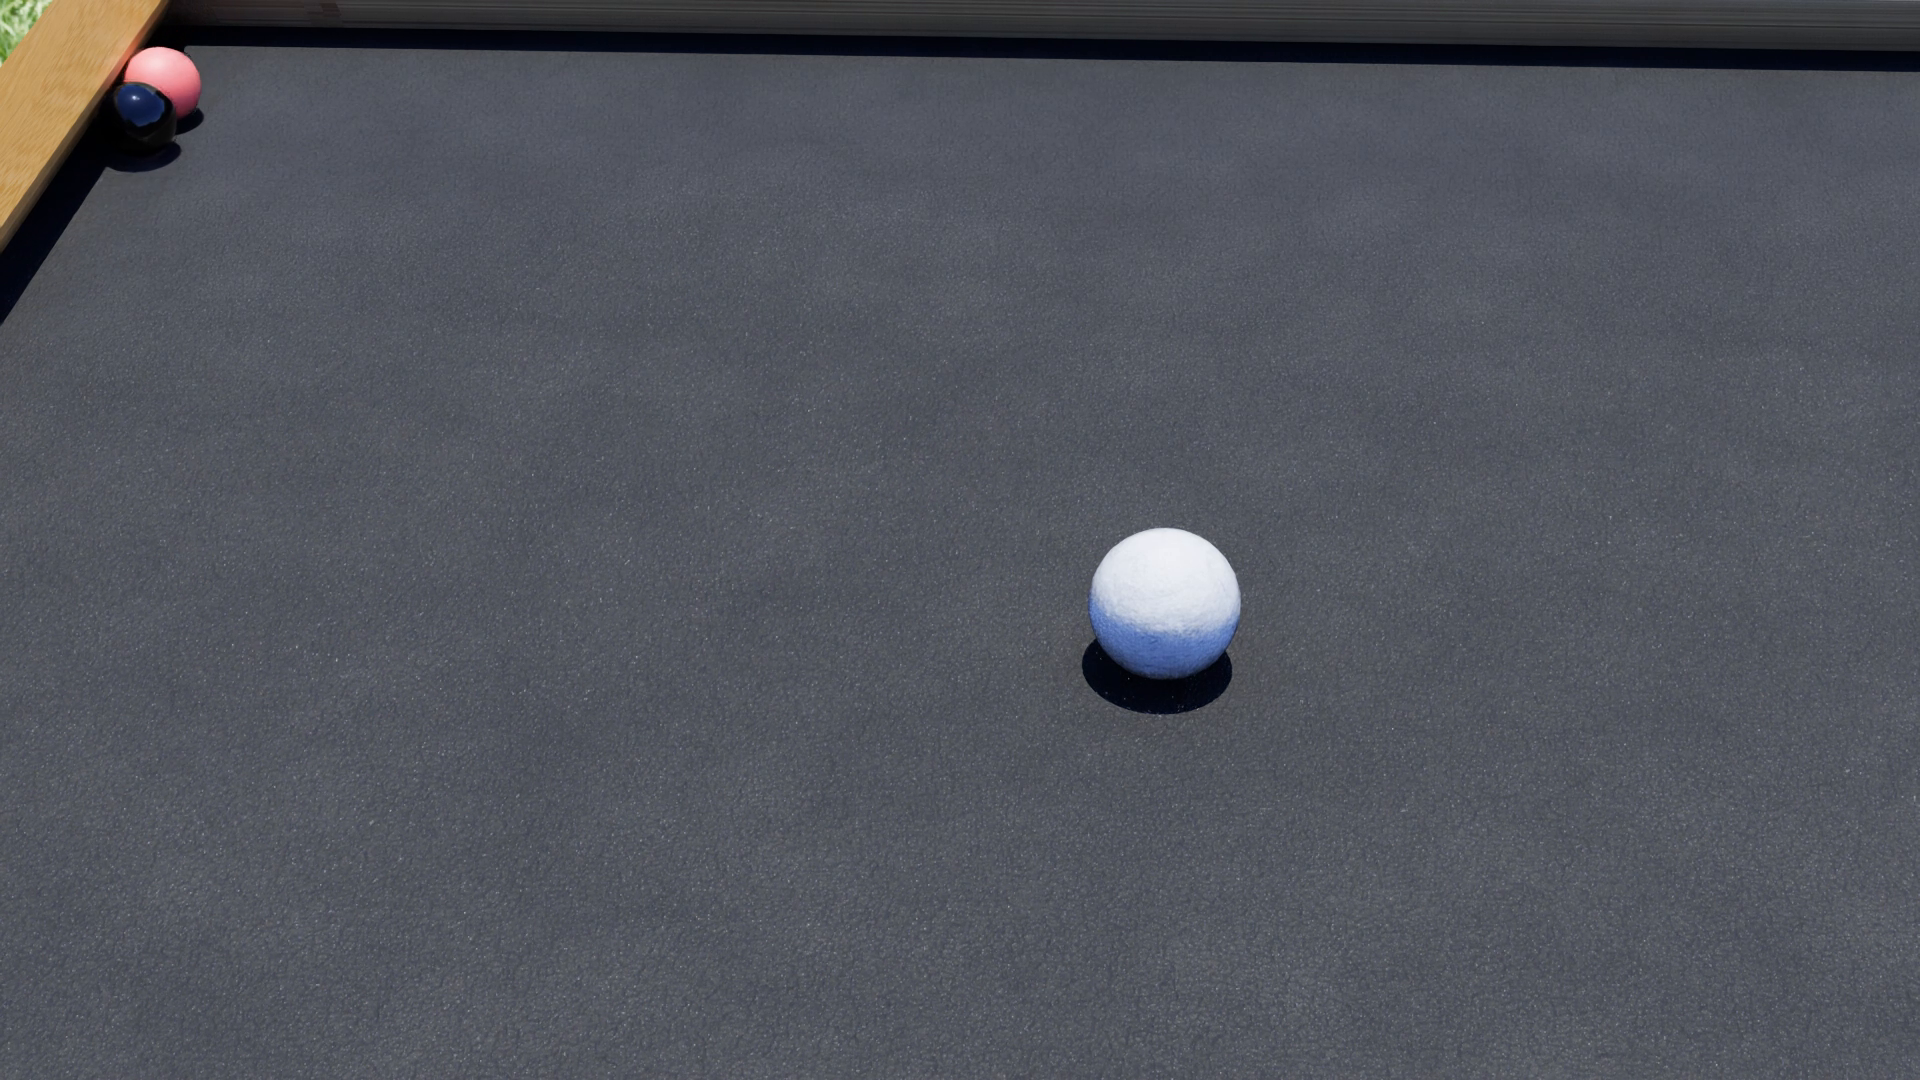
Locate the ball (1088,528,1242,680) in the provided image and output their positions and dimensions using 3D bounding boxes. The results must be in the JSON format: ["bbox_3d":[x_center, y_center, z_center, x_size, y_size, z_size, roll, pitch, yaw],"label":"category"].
[{"bbox_3d":[0.133,0.042,1.672,0.100,0.100,0.100,0,36,0],"label":"ball"}]

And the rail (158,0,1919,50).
[{"bbox_3d":[0.854,-0.515,2.425,3.293,0.130,0.045,1,36,2],"label":"rail"}]

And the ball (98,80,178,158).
[{"bbox_3d":[-0.732,-0.374,2.283,0.068,0.068,0.068,0,36,0],"label":"ball"}]

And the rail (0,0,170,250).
[{"bbox_3d":[-0.799,-0.041,1.761,0.045,0.130,1.795,1,36,2],"label":"rail"}]

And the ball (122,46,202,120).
[{"bbox_3d":[-0.727,-0.414,2.338,0.069,0.069,0.069,0,36,0],"label":"ball"}]
